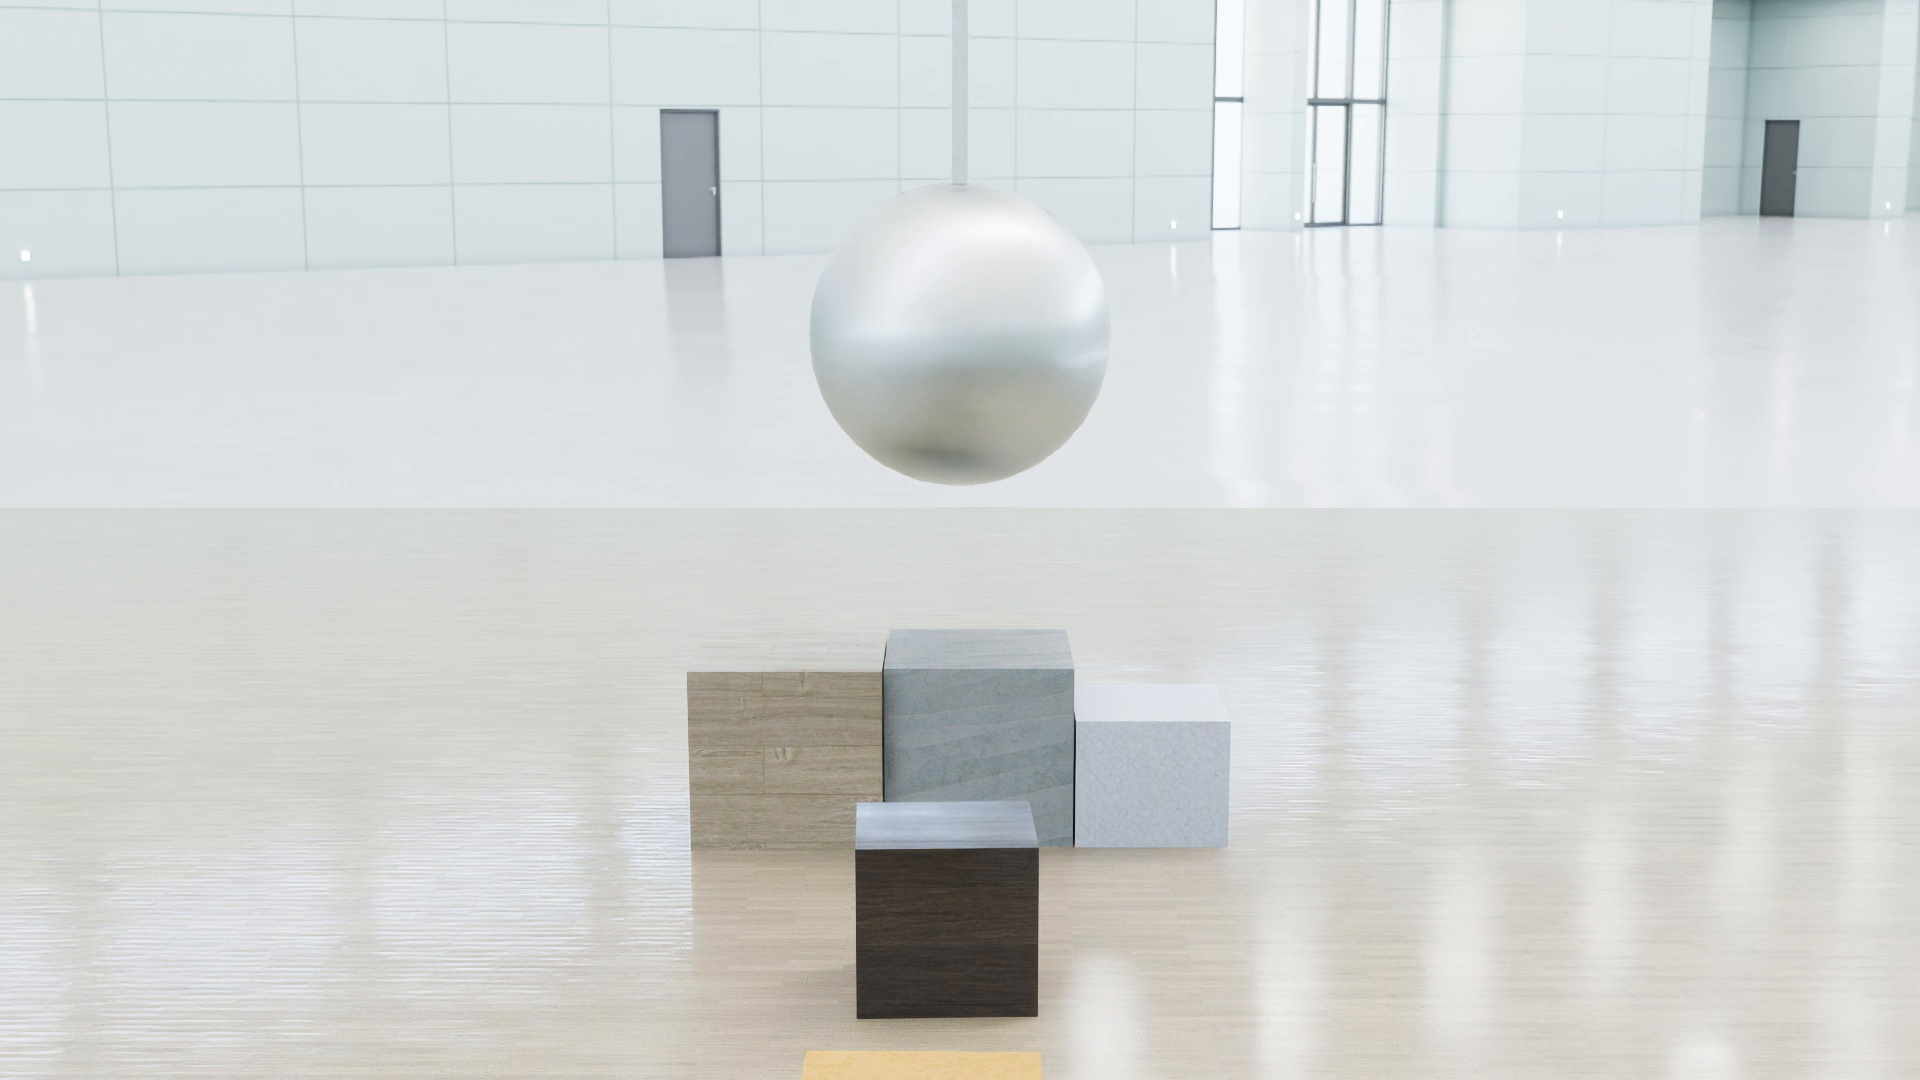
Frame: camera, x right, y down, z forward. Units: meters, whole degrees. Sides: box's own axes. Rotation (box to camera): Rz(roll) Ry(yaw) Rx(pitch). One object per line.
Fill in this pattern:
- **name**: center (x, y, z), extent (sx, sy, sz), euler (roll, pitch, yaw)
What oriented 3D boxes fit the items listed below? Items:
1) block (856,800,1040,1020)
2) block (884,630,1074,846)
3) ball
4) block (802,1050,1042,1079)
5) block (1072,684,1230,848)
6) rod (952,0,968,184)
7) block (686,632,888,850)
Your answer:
- **block**: center (-0.061, 1.528, 9.158), extent (0.735, 0.716, 0.631), euler (0, 10, -2)
- **block**: center (0.096, 1.011, 11.438), extent (0.946, 0.919, 0.898), euler (0, 10, 0)
- **ball**: center (0.000, -1.085, 11.617), extent (1.600, 1.600, 1.600), euler (0, 10, 0)
- **block**: center (-0.119, 2.000, 6.686), extent (0.737, 0.673, 0.630), euler (0, 10, 1)
- **block**: center (0.964, 1.157, 11.373), extent (0.770, 0.654, 0.744), euler (0, 10, 0)
- **rod**: center (0.000, -4.349, 10.664), extent (0.080, 5.200, 0.080), euler (0, 16, 0)
- **block**: center (-0.868, 1.023, 11.374), extent (0.962, 0.918, 0.896), euler (0, 10, 0)
